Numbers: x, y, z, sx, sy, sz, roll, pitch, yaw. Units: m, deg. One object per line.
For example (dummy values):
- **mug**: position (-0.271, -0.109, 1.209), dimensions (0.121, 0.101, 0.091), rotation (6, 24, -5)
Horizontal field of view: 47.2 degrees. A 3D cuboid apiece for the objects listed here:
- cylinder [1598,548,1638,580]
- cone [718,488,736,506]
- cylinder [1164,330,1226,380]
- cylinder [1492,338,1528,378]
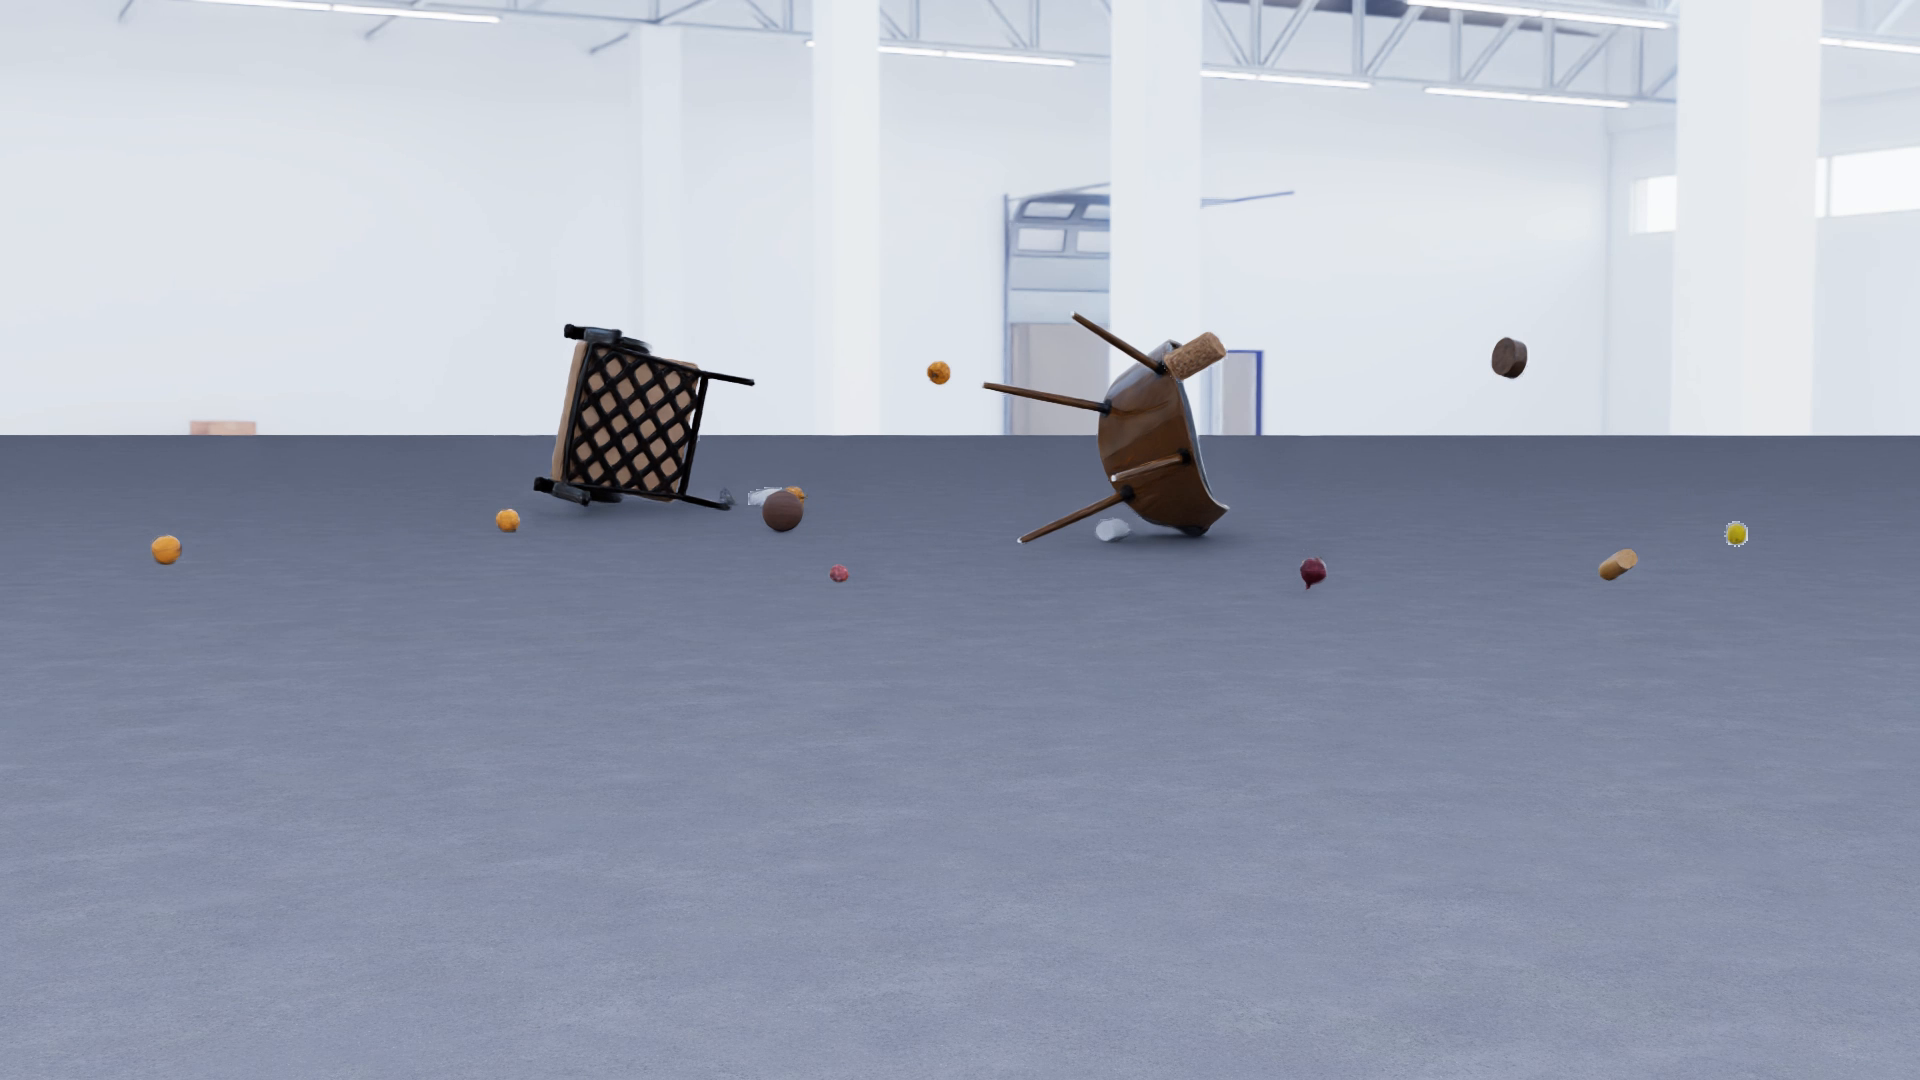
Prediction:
- **cylinder**: position (1.539, 0.057, 5.146), dimensions (0.061, 0.047, 0.075), rotation (-26, -12, -27)
- **cone**: position (-0.891, -0.154, 8.540), dimensions (0.069, 0.059, 0.108), rotation (31, 24, -24)
- **cylinder**: position (0.581, -0.454, 5.423), dimensions (0.125, 0.065, 0.106), rotation (-29, -28, 21)
- **cylinder**: position (1.554, -0.515, 6.218), dimensions (0.055, 0.109, 0.082), rotation (9, 4, -37)
